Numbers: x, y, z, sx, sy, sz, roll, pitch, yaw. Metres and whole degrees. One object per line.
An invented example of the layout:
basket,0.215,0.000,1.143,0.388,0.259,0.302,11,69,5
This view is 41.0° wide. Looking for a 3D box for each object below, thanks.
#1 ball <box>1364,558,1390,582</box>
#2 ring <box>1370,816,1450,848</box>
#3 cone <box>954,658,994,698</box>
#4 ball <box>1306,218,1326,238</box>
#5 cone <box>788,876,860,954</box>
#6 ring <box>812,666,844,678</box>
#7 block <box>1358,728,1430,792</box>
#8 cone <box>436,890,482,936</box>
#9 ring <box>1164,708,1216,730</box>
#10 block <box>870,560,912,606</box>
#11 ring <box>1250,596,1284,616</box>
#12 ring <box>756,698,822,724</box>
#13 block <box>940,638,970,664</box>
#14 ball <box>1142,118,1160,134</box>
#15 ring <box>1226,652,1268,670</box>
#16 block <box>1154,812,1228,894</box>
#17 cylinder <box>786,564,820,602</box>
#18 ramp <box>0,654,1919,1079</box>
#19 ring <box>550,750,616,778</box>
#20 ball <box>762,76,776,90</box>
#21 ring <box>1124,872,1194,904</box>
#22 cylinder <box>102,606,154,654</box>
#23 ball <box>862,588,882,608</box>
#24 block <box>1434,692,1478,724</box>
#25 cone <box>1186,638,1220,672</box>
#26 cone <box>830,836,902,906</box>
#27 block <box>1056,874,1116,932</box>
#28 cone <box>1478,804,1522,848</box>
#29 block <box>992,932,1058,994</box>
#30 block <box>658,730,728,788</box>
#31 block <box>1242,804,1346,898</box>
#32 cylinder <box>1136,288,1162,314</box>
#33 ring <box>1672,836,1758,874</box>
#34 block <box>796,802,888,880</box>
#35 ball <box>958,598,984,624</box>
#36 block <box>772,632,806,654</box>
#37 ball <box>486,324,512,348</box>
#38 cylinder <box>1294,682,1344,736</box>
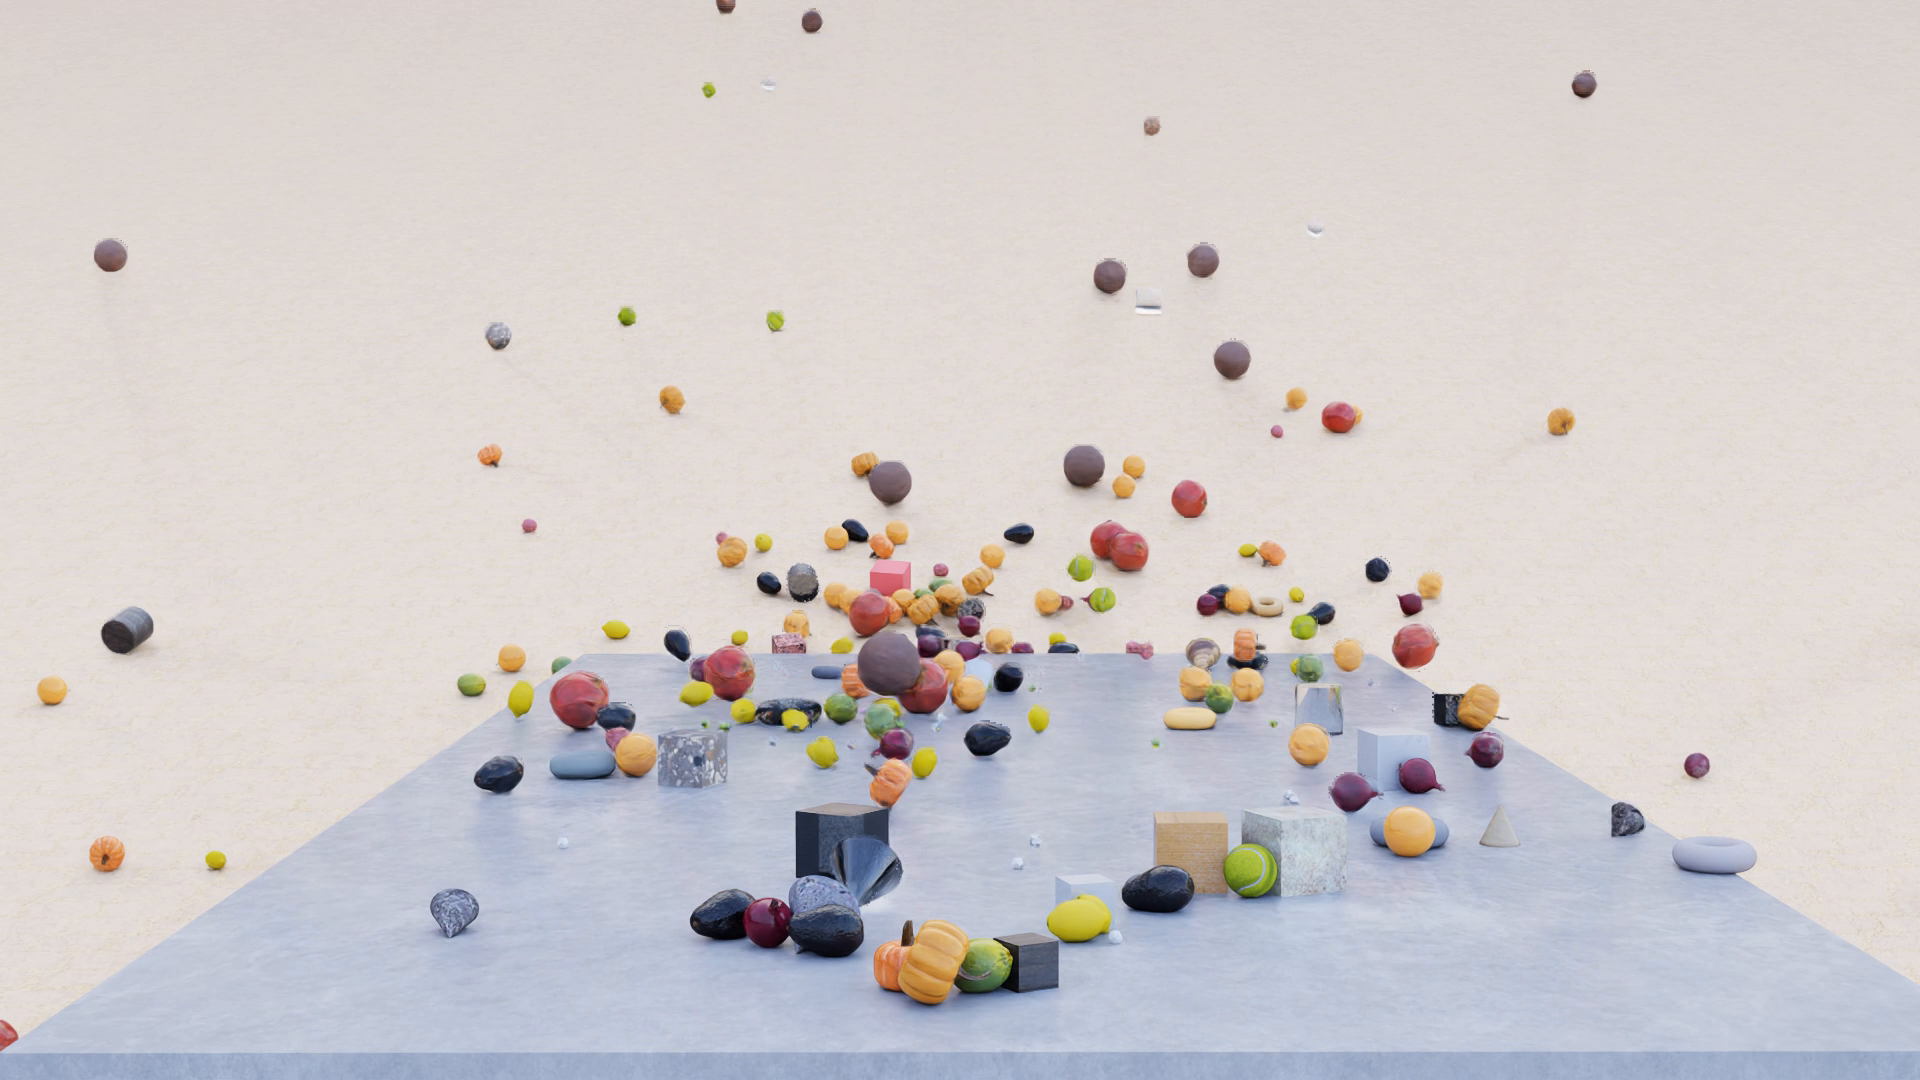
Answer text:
ball,1.171,0.085,7.218,0.068,0.068,0.068,0,21,0
ring,0.649,0.422,3.711,0.114,0.038,0.114,0,2,0
cone,0.040,0.319,5.589,0.089,0.089,0.089,-5,31,-12
ball,1.497,-1.312,10.805,0.078,0.078,0.078,0,21,0
cone,-0.176,0.458,3.015,0.092,0.092,0.092,7,32,18
ring,-0.306,0.306,5.954,0.077,0.026,0.077,1,2,0
block,0.721,0.364,4.274,0.092,0.092,0.092,-1,3,-12
cone,-0.612,0.461,3.094,0.059,0.059,0.059,5,51,11
ring,0.451,0.351,5.045,0.105,0.035,0.105,-1,4,0
block,-0.192,0.117,7.099,0.094,0.094,0.094,4,22,11
ring,0.837,0.182,7.020,0.094,0.031,0.094,-1,22,0
ring,-0.341,0.342,5.126,0.131,0.044,0.131,-1,2,0
block,-0.013,0.271,6.316,0.057,0.057,0.057,-1,3,-19
ball,0.946,-2.041,12.670,0.088,0.088,0.088,0,21,0
ring,0.688,0.290,6.165,0.098,0.033,0.098,-2,8,0
block,0.304,0.412,3.390,0.092,0.092,0.092,0,3,2
cylinder,-0.435,0.118,7.112,0.083,0.083,0.083,-3,21,-8
ramp,0.049,0.446,4.532,2.000,0.100,4.000,0,3,0
ring,-0.646,0.385,4.401,0.114,0.038,0.114,-1,3,0
ball,-1.021,-2.441,13.718,0.075,0.075,0.075,0,21,0
ring,0.257,0.448,3.303,0.091,0.030,0.091,0,2,0
cylinder,-2.196,0.239,6.782,0.096,0.096,0.096,6,22,14
ball,-0.242,0.160,7.041,0.056,0.056,0.056,0,21,0
block,0.979,0.333,5.078,0.060,0.060,0.060,-2,-2,-25
cone,0.575,0.291,6.109,0.085,0.085,0.085,3,30,7
cone,-0.130,0.444,3.263,0.095,0.095,0.095,4,31,11
block,0.153,0.443,3.142,0.057,0.057,0.057,-1,3,-17
cone,0.781,0.410,3.716,0.060,0.060,0.060,0,3,0
block,0.072,0.463,2.816,0.052,0.052,0.052,-2,4,-32
block,-0.448,0.366,4.309,0.084,0.084,0.084,1,3,24
block,0.439,0.408,3.385,0.099,0.099,0.099,-1,3,-25
cylinder,0.716,-0.905,9.730,0.096,0.096,0.096,2,21,6
ring,1.035,0.432,3.525,0.112,0.037,0.112,0,4,0
block,-0.159,0.409,3.470,0.090,0.090,0.090,2,4,33
ball,0.028,0.194,6.934,0.070,0.070,0.070,0,21,0
block,-0.444,0.293,6.672,0.075,0.075,0.075,-6,22,-15
ball,-1.672,-0.740,9.310,0.092,0.092,0.092,0,21,0
cylinder,0.692,0.326,4.956,0.093,0.093,0.093,0,3,0
